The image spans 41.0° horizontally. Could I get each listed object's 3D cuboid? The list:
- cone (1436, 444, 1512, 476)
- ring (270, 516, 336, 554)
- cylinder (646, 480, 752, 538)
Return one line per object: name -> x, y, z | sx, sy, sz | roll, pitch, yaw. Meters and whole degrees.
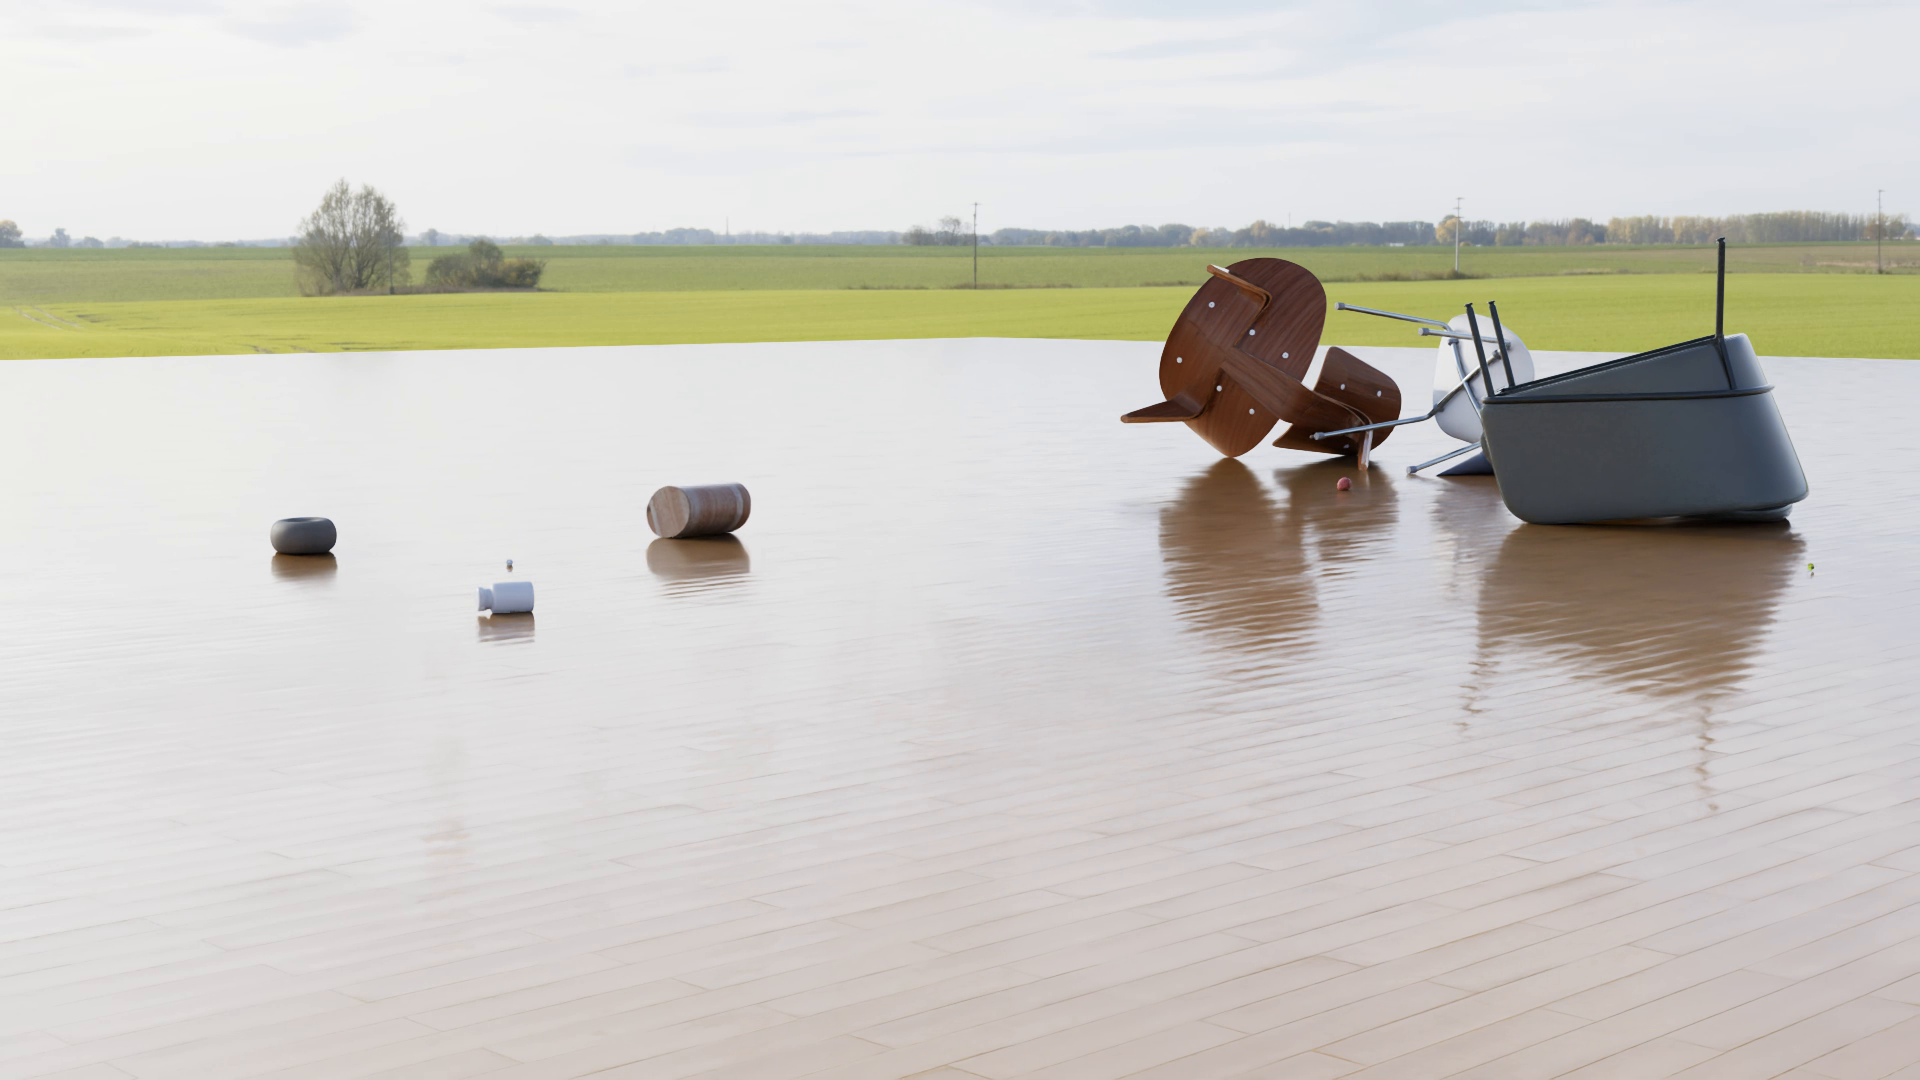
cone -> 1.687, -0.242, 8.510 | 0.264, 0.104, 0.124 | -14, 4, -20
ring -> -1.573, -0.011, 6.147 | 0.155, 0.077, 0.235 | -4, 6, -19
cylinder -> -0.664, -0.079, 6.527 | 0.168, 0.129, 0.211 | -20, -9, 42
